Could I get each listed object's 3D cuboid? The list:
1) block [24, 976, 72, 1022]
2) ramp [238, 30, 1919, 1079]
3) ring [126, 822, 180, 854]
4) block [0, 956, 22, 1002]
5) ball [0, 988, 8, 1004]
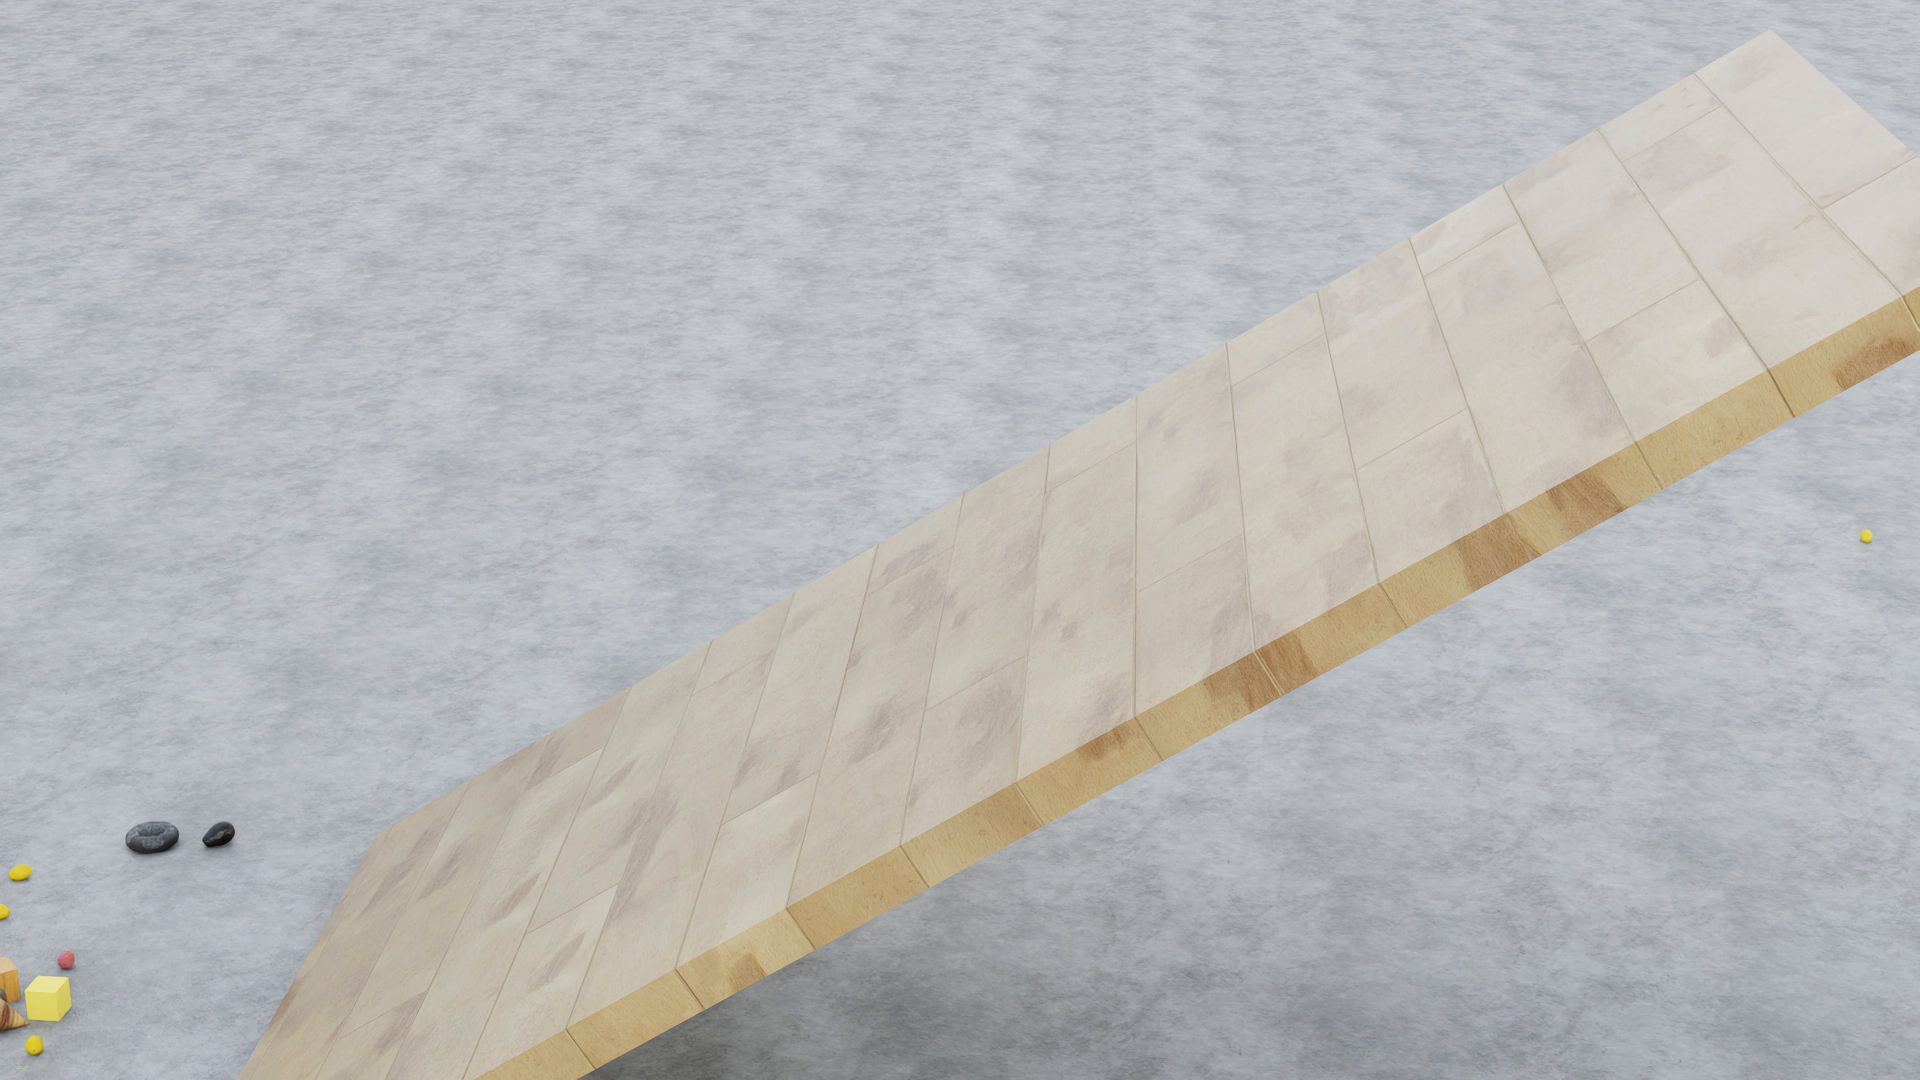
[{"bbox_3d":[-2.146,1.079,6.923,0.075,0.075,0.075,2,20,7],"label":"block"},{"bbox_3d":[0.141,0.169,6.291,4.000,0.100,2.000,-30,15,13],"label":"ramp"},{"bbox_3d":[-2.138,0.787,7.785,0.139,0.046,0.139,-1,21,0],"label":"ring"},{"bbox_3d":[-2.290,1.051,6.993,0.080,0.080,0.080,-14,24,-33],"label":"block"},{"bbox_3d":[-2.278,1.083,6.914,0.073,0.073,0.073,0,20,0],"label":"ball"}]
